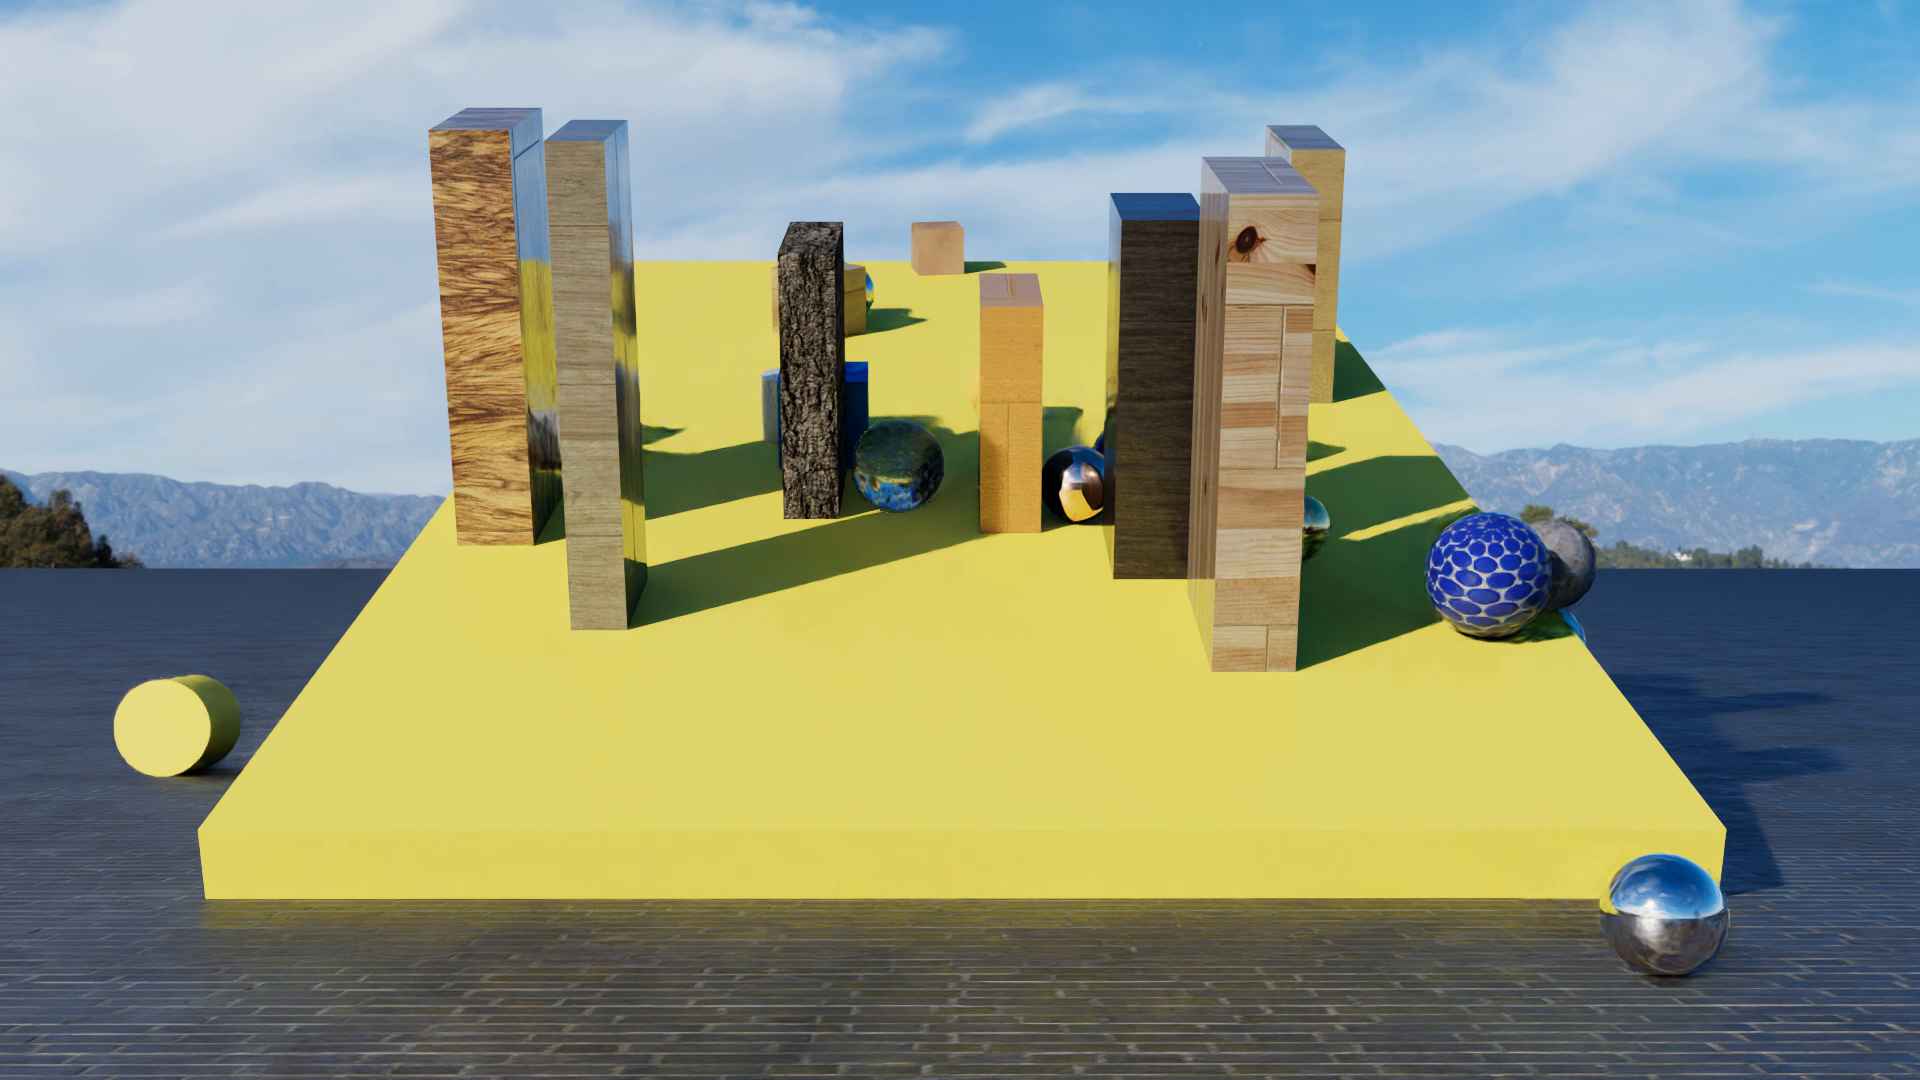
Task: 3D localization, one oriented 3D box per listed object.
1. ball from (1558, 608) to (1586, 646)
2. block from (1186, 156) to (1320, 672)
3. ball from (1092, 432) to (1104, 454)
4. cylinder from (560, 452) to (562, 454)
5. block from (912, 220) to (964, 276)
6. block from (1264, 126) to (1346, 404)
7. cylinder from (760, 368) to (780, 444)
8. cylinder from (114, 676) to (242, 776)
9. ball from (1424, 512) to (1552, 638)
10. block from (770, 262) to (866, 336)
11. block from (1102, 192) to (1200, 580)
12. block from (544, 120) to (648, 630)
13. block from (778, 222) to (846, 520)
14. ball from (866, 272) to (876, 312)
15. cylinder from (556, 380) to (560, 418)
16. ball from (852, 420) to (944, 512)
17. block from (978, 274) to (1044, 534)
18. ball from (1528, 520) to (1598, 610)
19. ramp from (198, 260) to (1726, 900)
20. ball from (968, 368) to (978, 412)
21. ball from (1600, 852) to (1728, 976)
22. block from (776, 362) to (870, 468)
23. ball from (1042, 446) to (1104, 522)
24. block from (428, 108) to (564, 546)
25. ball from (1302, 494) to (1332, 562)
[{"bbox_3d":[1.324,0.241,5.075,0.195,0.195,0.195,0,-1,0],"label":"ball"},{"bbox_3d":[0.455,-0.207,3.535,0.130,0.743,0.382,0,18,0],"label":"block"},{"bbox_3d":[0.328,-0.161,4.376,0.142,0.142,0.142,0,-1,0],"label":"ball"},{"bbox_3d":[-0.734,-0.207,4.546,0.118,0.118,0.118,7,2,19],"label":"cylinder"},{"bbox_3d":[-0.066,-0.858,6.564,0.134,0.134,0.134,-3,18,-10],"label":"block"},{"bbox_3d":[0.787,-0.648,5.191,0.118,0.574,0.424,0,18,0],"label":"block"},{"bbox_3d":[-0.356,-0.287,4.774,0.138,0.138,0.138,0,18,0],"label":"cylinder"},{"bbox_3d":[-1.654,0.391,4.727,0.201,0.201,0.201,0,-1,0],"label":"cylinder"},{"bbox_3d":[0.852,0.056,3.602,0.202,0.202,0.202,0,-1,0],"label":"ball"},{"bbox_3d":[-0.364,-0.619,5.756,0.171,0.171,0.171,14,23,37],"label":"block"},{"bbox_3d":[0.339,-0.275,3.933,0.145,0.629,0.289,0,18,0],"label":"block"},{"bbox_3d":[-0.589,-0.270,3.645,0.092,0.793,0.258,0,18,0],"label":"block"},{"bbox_3d":[-0.282,-0.334,4.315,0.104,0.507,0.347,0,18,0],"label":"block"},{"bbox_3d":[-0.299,-0.655,5.906,0.148,0.148,0.148,0,-1,0],"label":"ball"},{"bbox_3d":[-0.860,-0.281,4.686,0.178,0.178,0.178,7,2,21],"label":"cylinder"},{"bbox_3d":[-0.117,-0.142,4.262,0.175,0.175,0.175,0,-1,0],"label":"ball"},{"bbox_3d":[0.093,-0.264,4.228,0.113,0.428,0.312,0,18,0],"label":"block"},{"bbox_3d":[0.986,0.041,3.732,0.151,0.151,0.151,0,-1,0],"label":"ball"},{"bbox_3d":[-0.003,-0.183,4.841,2.000,0.100,4.000,0,18,0],"label":"ramp"},{"bbox_3d":[0.097,-0.328,4.877,0.155,0.155,0.155,0,-1,0],"label":"ball"},{"bbox_3d":[0.756,0.403,2.402,0.132,0.132,0.132,0,-1,0],"label":"ball"},{"bbox_3d":[-0.281,-0.260,4.617,0.181,0.181,0.181,0,18,-1],"label":"block"},{"bbox_3d":[0.222,-0.106,4.199,0.145,0.145,0.145,0,-1,0],"label":"ball"},{"bbox_3d":[-0.846,-0.396,4.108,0.139,0.751,0.325,0,18,0],"label":"block"},{"bbox_3d":[0.596,-0.022,3.970,0.126,0.126,0.126,0,-1,0],"label":"ball"}]
